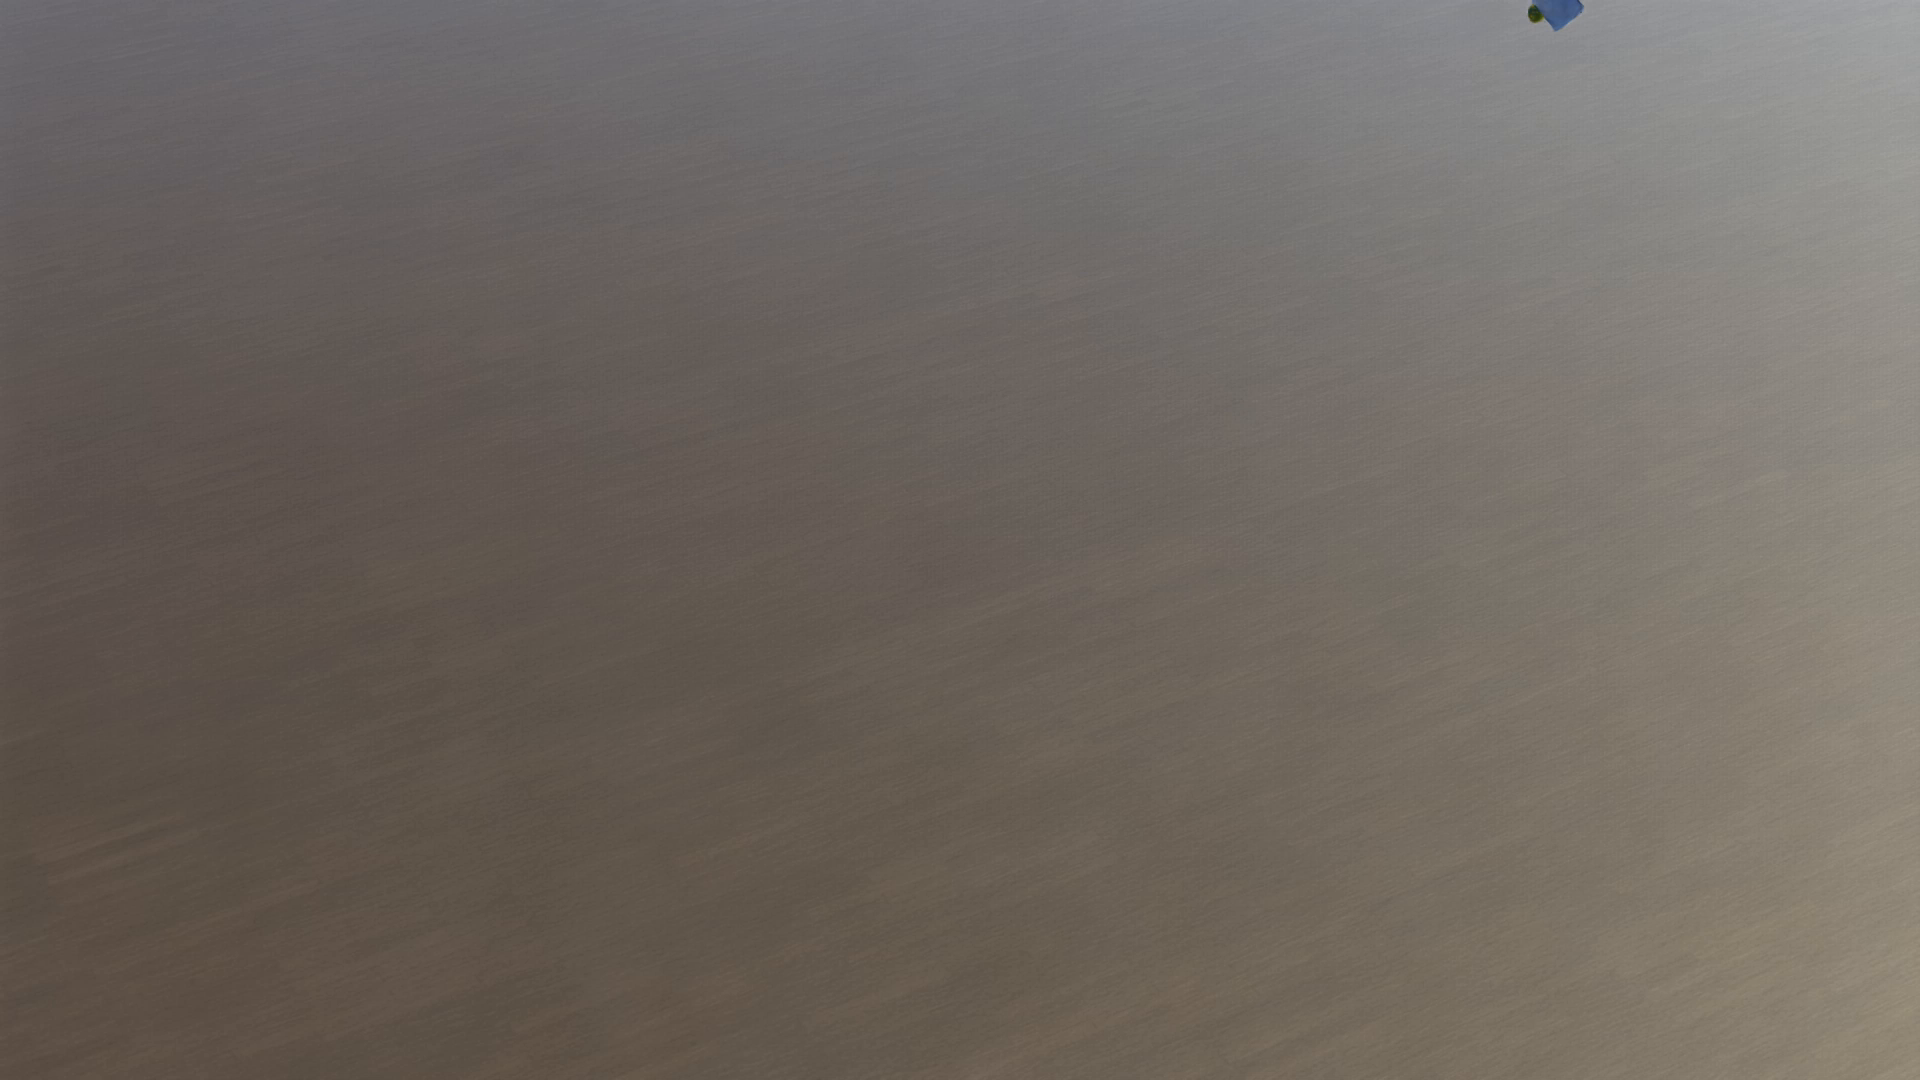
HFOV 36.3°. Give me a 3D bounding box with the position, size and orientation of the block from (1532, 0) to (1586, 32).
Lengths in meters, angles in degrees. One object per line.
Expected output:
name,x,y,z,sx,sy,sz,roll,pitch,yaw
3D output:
block,1.825,-1.708,9.110,0.112,0.213,0.173,-37,11,15
